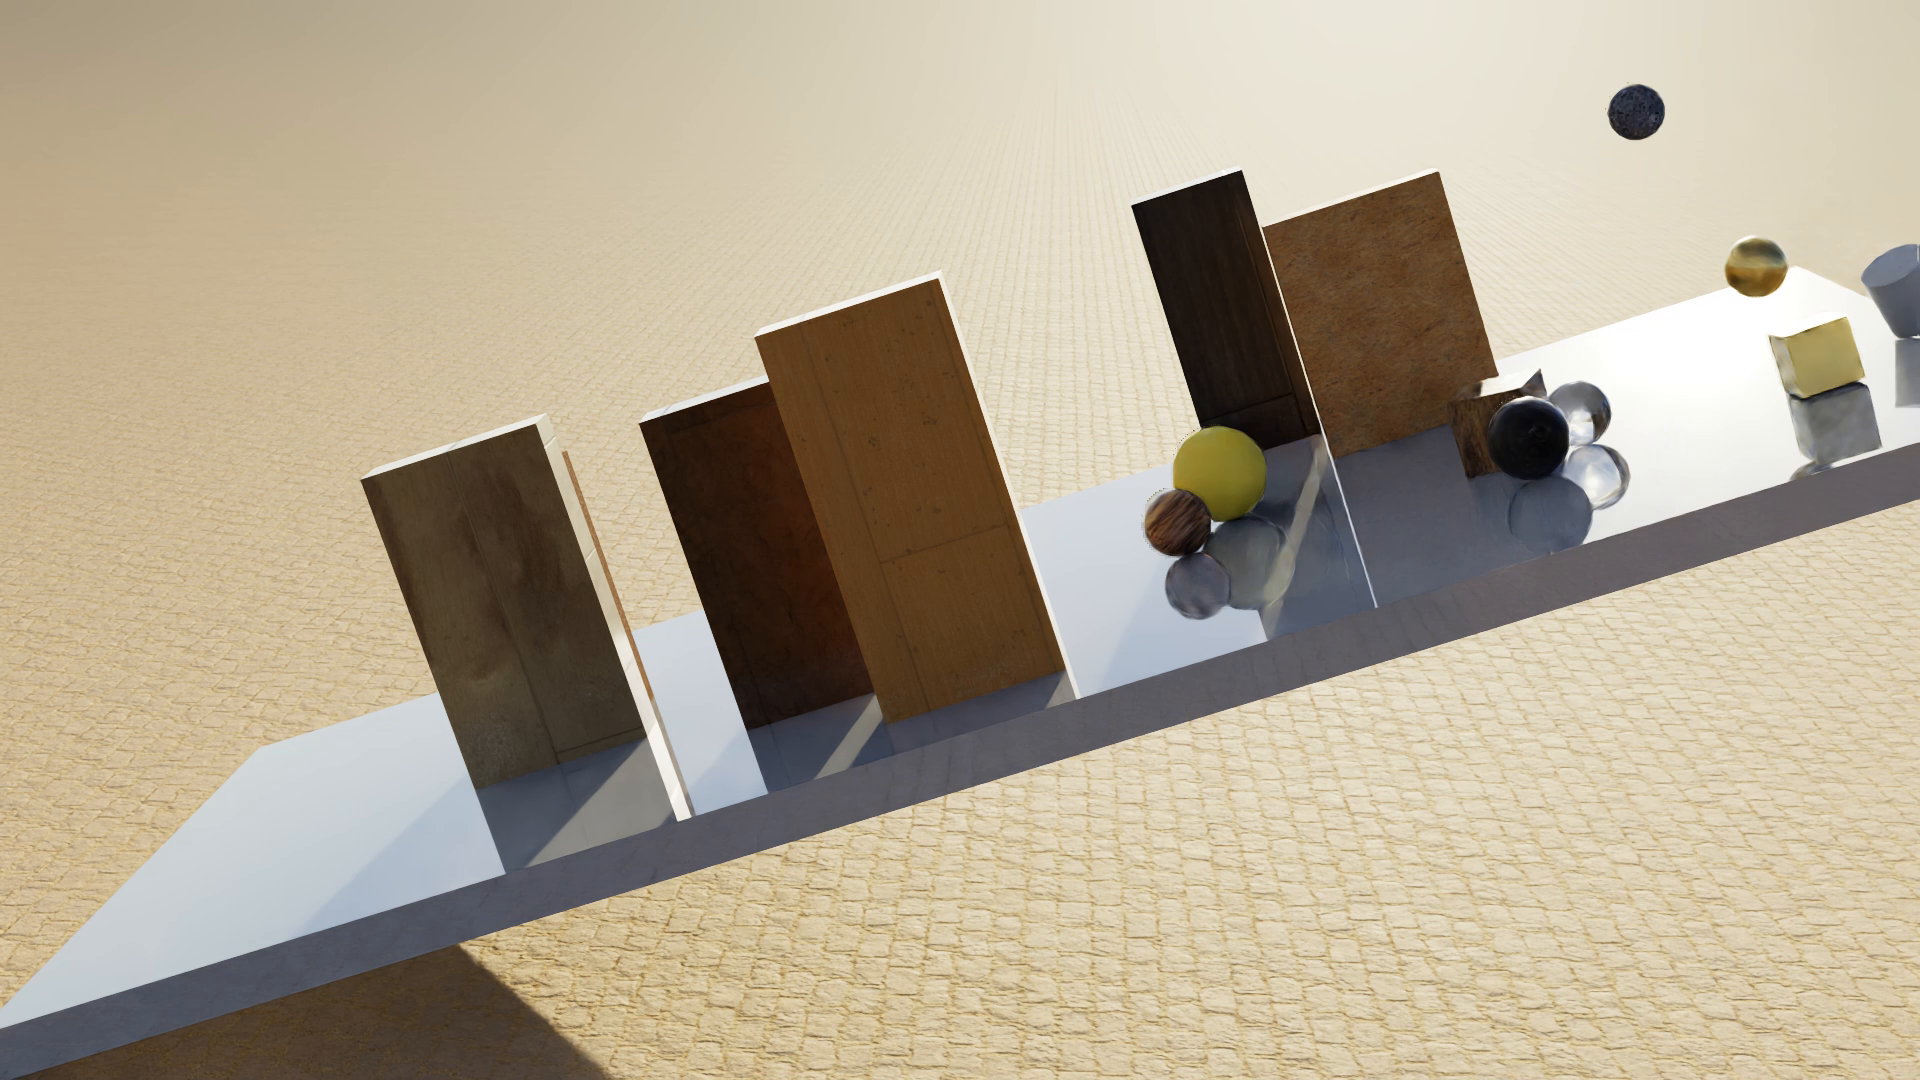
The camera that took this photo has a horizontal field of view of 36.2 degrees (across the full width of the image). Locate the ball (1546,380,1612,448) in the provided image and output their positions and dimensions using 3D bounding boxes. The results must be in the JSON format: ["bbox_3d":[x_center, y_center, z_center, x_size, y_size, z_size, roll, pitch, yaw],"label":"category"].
[{"bbox_3d":[1.250,-0.256,5.952,0.137,0.137,0.137,0,12,0],"label":"ball"}]

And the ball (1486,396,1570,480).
[{"bbox_3d":[1.123,-0.201,5.811,0.164,0.164,0.164,0,12,0],"label":"ball"}]

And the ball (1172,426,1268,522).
[{"bbox_3d":[0.561,-0.142,6.352,0.206,0.206,0.206,0,12,0],"label":"ball"}]

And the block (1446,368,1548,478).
[{"bbox_3d":[1.115,-0.240,6.035,0.161,0.161,0.161,-12,12,29],"label":"block"}]

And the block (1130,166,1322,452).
[{"bbox_3d":[0.633,-0.533,7.008,0.272,0.654,0.129,-17,10,5],"label":"block"}]

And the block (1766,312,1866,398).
[{"bbox_3d":[1.680,-0.364,5.773,0.128,0.128,0.128,-19,7,3],"label":"block"}]

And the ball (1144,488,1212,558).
[{"bbox_3d":[0.456,-0.035,6.155,0.143,0.143,0.143,0,12,0],"label":"ball"}]

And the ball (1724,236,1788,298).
[{"bbox_3d":[1.599,-0.548,5.906,0.127,0.127,0.127,0,12,0],"label":"ball"}]

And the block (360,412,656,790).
[{"bbox_3d":[-0.941,0.130,6.165,0.386,0.696,0.135,-17,10,5],"label":"block"}]

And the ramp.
[{"bbox_3d":[0.102,0.182,6.310,4.000,0.100,2.000,-17,10,5],"label":"ramp"}]

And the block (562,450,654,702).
[{"bbox_3d":[-0.948,0.145,6.420,0.377,0.580,0.127,-17,10,5],"label":"block"}]

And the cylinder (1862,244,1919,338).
[{"bbox_3d":[1.926,-0.506,5.975,0.136,0.136,0.136,-31,22,14],"label":"cylinder"}]

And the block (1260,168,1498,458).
[{"bbox_3d":[0.953,-0.509,6.620,0.406,0.550,0.092,-17,10,5],"label":"block"}]

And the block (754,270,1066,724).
[{"bbox_3d":[-0.088,-0.078,5.554,0.359,0.778,0.124,-17,10,5],"label":"block"}]

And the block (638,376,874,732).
[{"bbox_3d":[-0.395,0.022,5.892,0.281,0.657,0.129,-17,10,5],"label":"block"}]

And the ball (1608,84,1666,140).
[{"bbox_3d":[1.360,-0.860,5.912,0.112,0.112,0.112,0,12,0],"label":"ball"}]
